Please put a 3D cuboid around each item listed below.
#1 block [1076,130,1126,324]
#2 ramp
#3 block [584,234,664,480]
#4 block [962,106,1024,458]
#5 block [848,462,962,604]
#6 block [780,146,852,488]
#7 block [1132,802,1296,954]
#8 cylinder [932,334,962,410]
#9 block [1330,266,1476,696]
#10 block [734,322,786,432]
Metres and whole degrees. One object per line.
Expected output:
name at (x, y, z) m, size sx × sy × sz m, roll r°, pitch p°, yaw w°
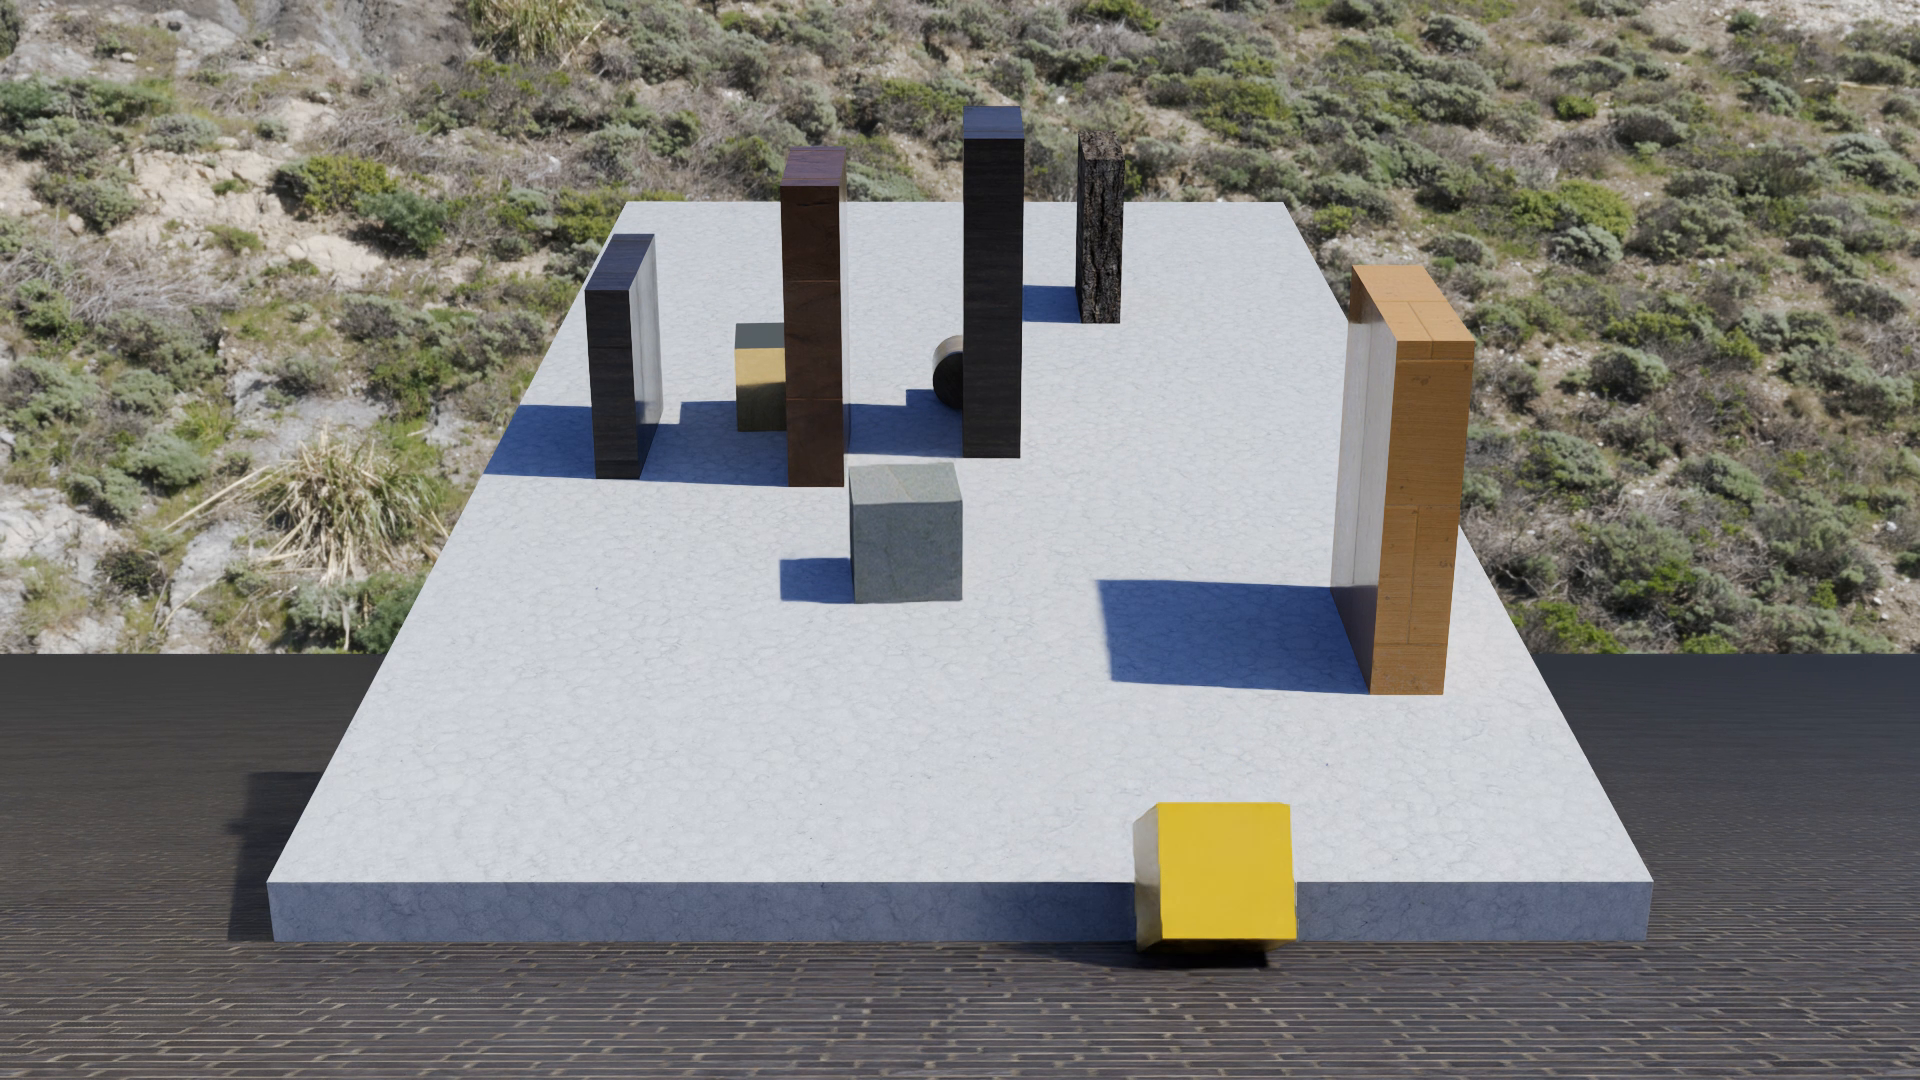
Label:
block at (0.358, -0.808, 5.923) m, size 0.099 × 0.423 × 0.329 m, roll 0°, pitch 22°, yaw 0°
ramp at (-0.007, -0.223, 5.187) m, size 2.000 × 0.100 × 4.000 m, roll 0°, pitch 22°, yaw 0°
block at (-0.718, -0.402, 4.949) m, size 0.091 × 0.410 × 0.445 m, roll 0°, pitch 22°, yaw 0°
block at (0.068, -0.556, 4.957) m, size 0.124 × 0.693 × 0.320 m, roll 0°, pitch 22°, yaw 0°
block at (-0.103, -0.013, 4.286) m, size 0.199 × 0.199 × 0.199 m, roll -2°, pitch 22°, yaw -5°
block at (-0.298, -0.470, 4.820) m, size 0.116 × 0.636 × 0.350 m, roll 0°, pitch 22°, yaw 0°
block at (0.345, 0.465, 3.154) m, size 0.181 × 0.181 × 0.181 m, roll 1°, pitch -16°, yaw -6°
cylinder at (0.004, -0.385, 5.273) m, size 0.135 × 0.135 × 0.135 m, roll 0°, pitch 22°, yaw -1°
block at (0.753, -0.111, 3.970) m, size 0.124 × 0.624 × 0.443 m, roll 0°, pitch 22°, yaw 0°
block at (-0.403, -0.367, 5.152) m, size 0.192 × 0.192 × 0.192 m, roll -2°, pitch 22°, yaw -4°
